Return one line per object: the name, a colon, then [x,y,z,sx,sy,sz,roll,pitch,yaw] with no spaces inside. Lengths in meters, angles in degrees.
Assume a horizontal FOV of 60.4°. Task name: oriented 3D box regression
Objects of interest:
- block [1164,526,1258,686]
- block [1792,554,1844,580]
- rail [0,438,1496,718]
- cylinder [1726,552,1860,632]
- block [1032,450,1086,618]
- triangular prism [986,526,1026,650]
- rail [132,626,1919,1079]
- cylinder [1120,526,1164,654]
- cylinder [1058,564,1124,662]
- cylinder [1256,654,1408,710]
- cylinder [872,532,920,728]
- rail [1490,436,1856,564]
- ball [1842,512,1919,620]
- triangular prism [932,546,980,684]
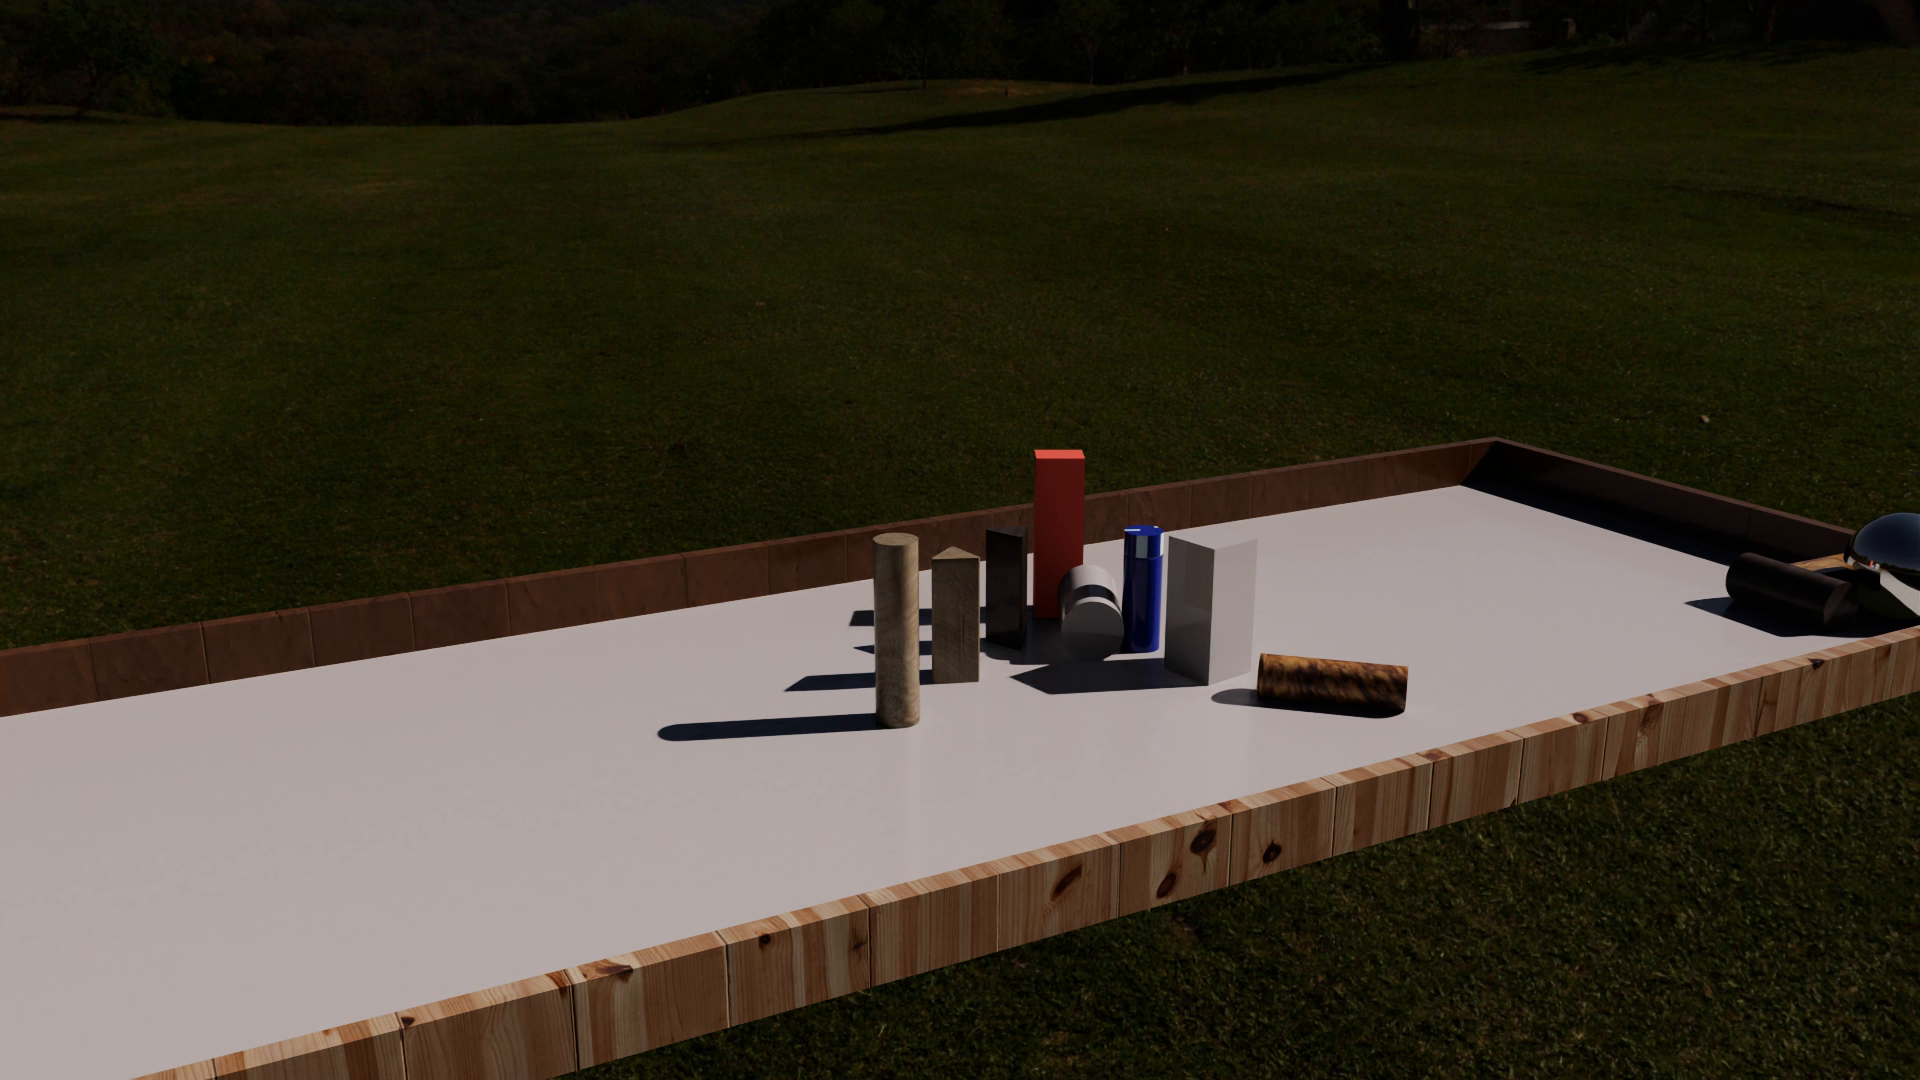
block: [0.633,0.163,4.170,0.156,0.355,0.156,-13,21,-37]
block: [2.513,0.118,4.768,0.322,0.105,0.105,-8,18,-25]
rail: [-3.305,0.497,3.399,12.000,0.150,0.050,-9,18,-27]
cylinder: [2.327,0.143,4.619,0.141,0.141,0.315,-8,18,-25]
block: [0.274,-0.018,4.605,0.132,0.451,0.132,0,13,0]
triangular prism: [0.146,0.121,4.389,0.117,0.313,0.101,13,21,38]
rail: [-2.336,1.006,1.665,12.000,0.150,0.050,-9,18,-27]
cylinder: [0.480,0.129,4.345,0.103,0.321,0.103,0,16,0]
cylinder: [0.347,0.191,4.415,0.164,0.164,0.321,0,16,2]
cylinder: [0.903,0.343,4.000,0.350,0.106,0.106,4,17,15]
cylinder: [-0.147,0.212,3.842,0.105,0.447,0.105,0,16,0]
rail: [2.466,-0.048,5.253,0.050,0.150,2.100,-9,18,-27]
ball: [2.622,0.071,4.583,0.300,0.300,0.300,0,16,0]
triangular prism: [-0.014,0.187,4.141,0.117,0.326,0.101,-1,16,-5]
